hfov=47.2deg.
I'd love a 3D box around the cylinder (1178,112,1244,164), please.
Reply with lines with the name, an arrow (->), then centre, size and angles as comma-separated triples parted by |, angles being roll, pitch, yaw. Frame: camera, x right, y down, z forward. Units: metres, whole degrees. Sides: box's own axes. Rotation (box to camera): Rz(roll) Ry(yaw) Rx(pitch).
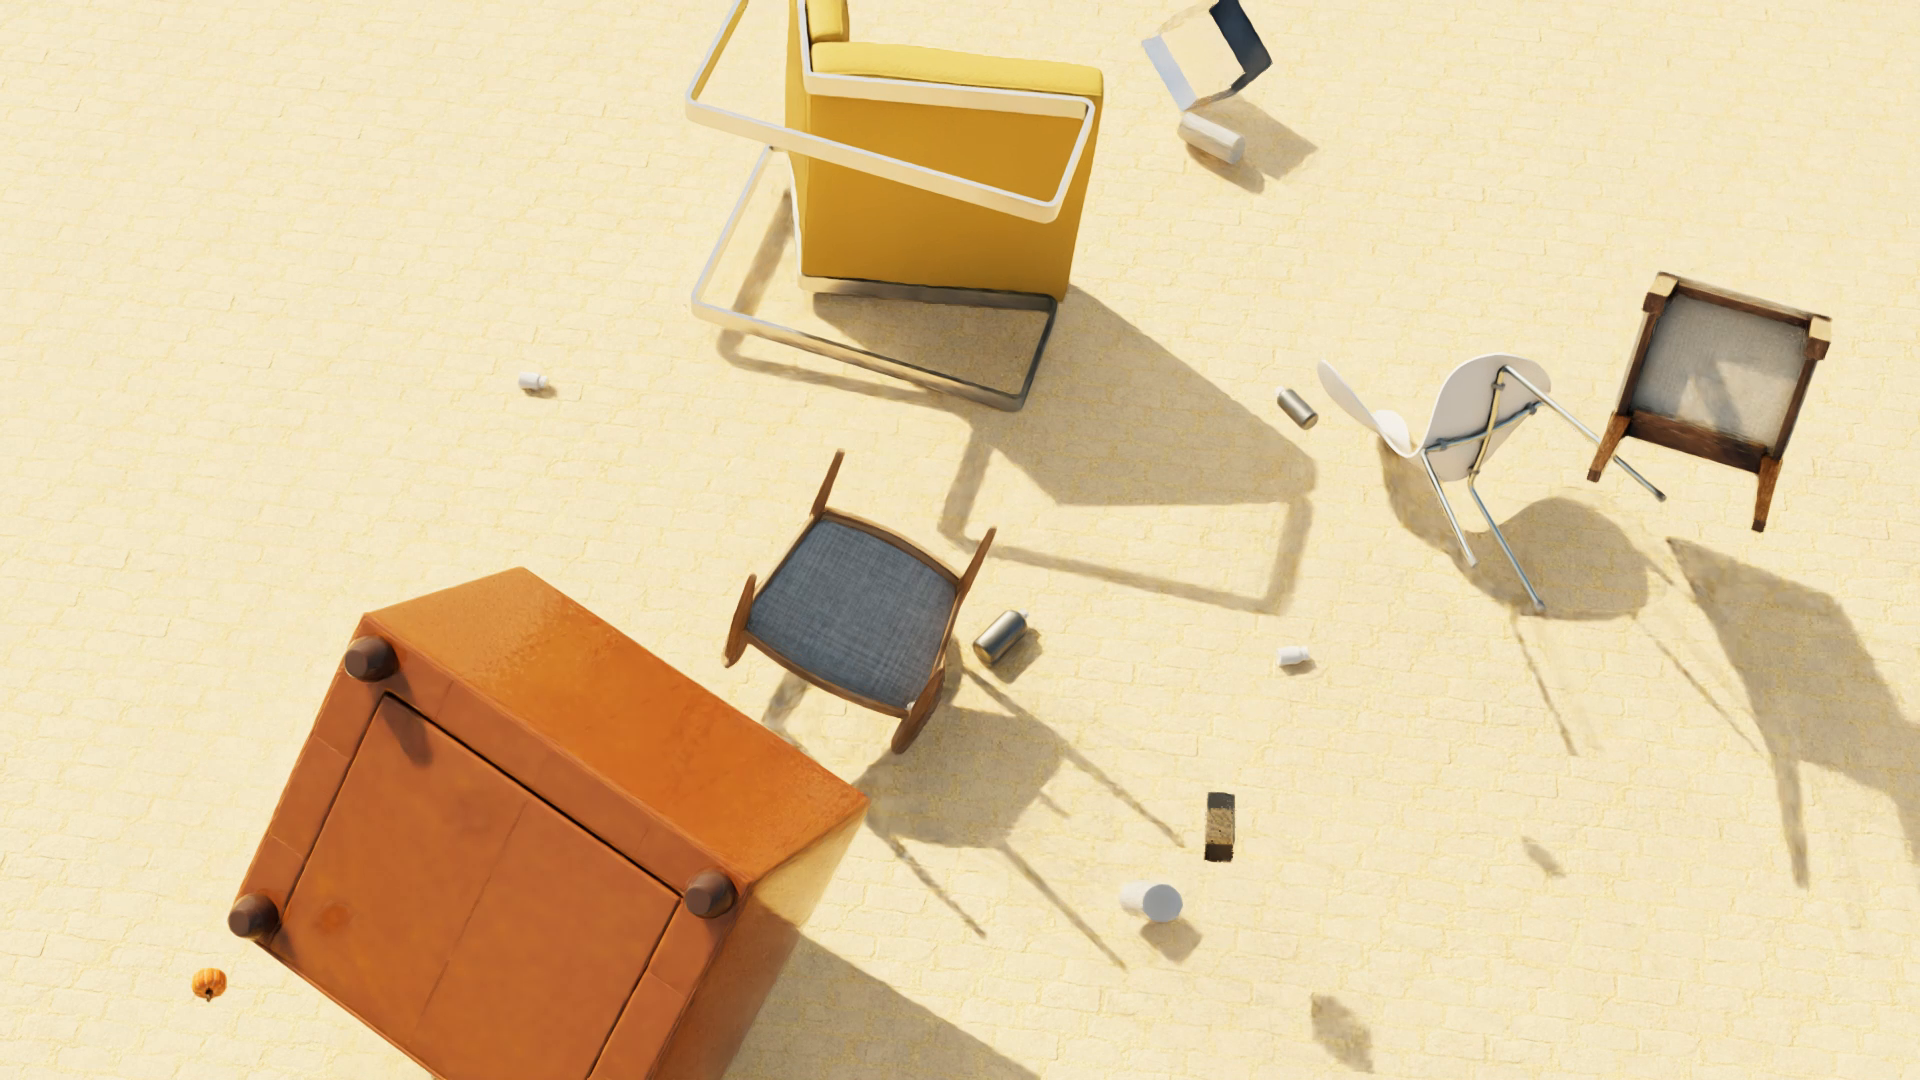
cylinder -> 0.846, -1.352, 7.400 | 0.201, 0.145, 0.094 | 30, 91, 19

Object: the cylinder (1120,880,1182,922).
cylinder -> 0.507, 0.959, 5.836 | 0.137, 0.099, 0.100 | 12, 83, -32

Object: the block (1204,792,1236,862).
block -> 0.653, 0.723, 5.531 | 0.070, 0.124, 0.126 | 3, 51, 5

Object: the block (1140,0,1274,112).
block -> 0.833, -1.647, 7.429 | 0.205, 0.305, 0.281 | -41, 108, -24
